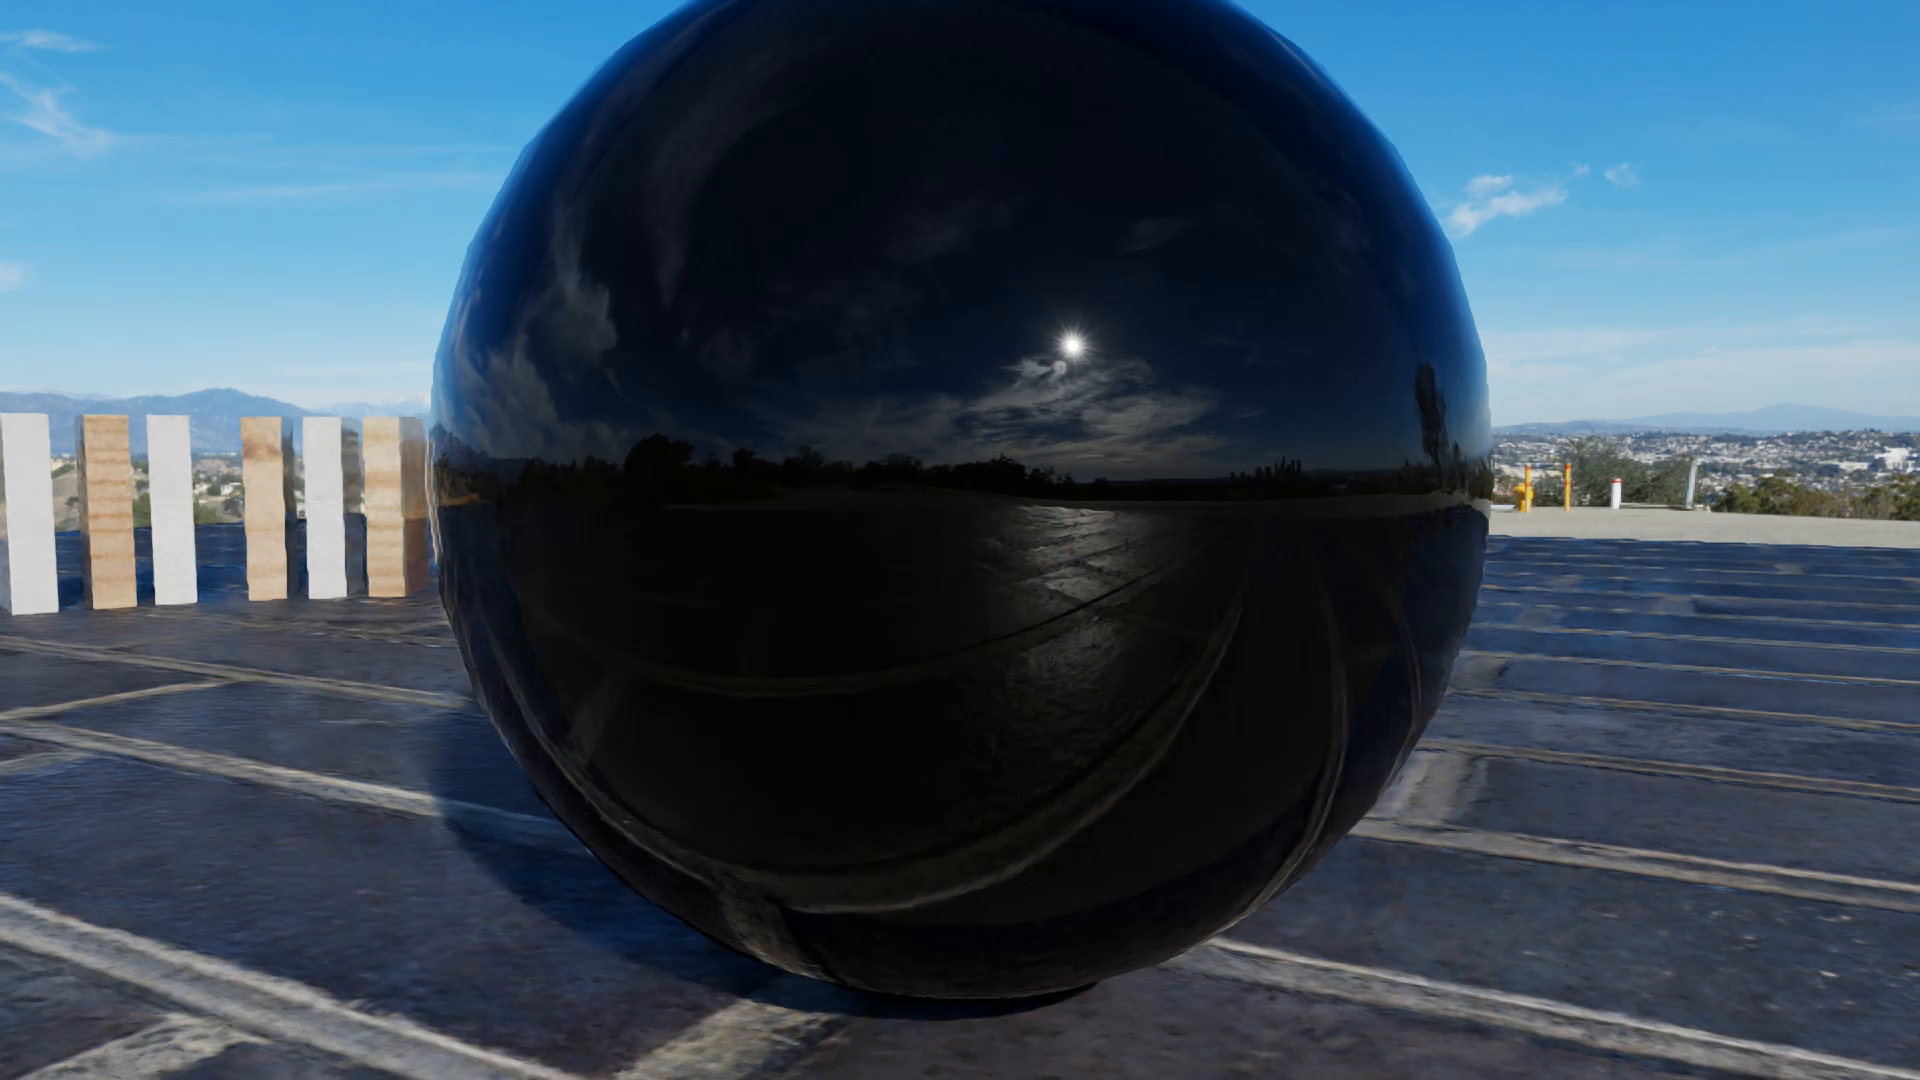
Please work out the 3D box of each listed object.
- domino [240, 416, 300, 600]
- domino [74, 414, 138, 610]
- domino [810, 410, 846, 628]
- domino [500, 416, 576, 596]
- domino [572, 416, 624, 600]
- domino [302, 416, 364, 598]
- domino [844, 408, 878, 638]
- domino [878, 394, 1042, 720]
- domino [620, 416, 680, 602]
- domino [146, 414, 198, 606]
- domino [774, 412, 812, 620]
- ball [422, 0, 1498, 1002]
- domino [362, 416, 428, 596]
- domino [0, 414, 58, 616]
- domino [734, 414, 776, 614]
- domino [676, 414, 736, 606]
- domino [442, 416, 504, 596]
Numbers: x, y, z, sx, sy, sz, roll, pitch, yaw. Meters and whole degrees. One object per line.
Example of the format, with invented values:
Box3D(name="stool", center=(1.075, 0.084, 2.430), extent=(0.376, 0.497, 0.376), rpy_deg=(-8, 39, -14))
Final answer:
Box3D(name="domino", center=(-0.193, -0.009, 0.360), extent=(0.009, 0.050, 0.025), rpy_deg=(-2, 5, -21))
Box3D(name="domino", center=(-0.227, -0.008, 0.341), extent=(0.009, 0.050, 0.025), rpy_deg=(-3, 6, -39))
Box3D(name="domino", center=(-0.022, -0.005, 0.306), extent=(0.025, 0.050, 0.010), rpy_deg=(-3, 5, -34))
Box3D(name="domino", center=(-0.121, -0.010, 0.368), extent=(0.010, 0.050, 0.025), rpy_deg=(1, 4, 8))
Box3D(name="domino", center=(-0.098, -0.010, 0.363), extent=(0.009, 0.050, 0.025), rpy_deg=(1, 5, 18))
Box3D(name="domino", center=(-0.178, -0.010, 0.365), extent=(0.010, 0.050, 0.025), rpy_deg=(-1, 4, -15))
Box3D(name="domino", center=(-0.012, -0.004, 0.289), extent=(0.025, 0.050, 0.009), rpy_deg=(-2, 5, -26))
Box3D(name="domino", center=(0.000, 0.002, 0.201), extent=(0.025, 0.050, 0.010), rpy_deg=(0, 4, 0))
Box3D(name="domino", center=(-0.082, -0.009, 0.356), extent=(0.009, 0.050, 0.025), rpy_deg=(2, 5, 25))
Box3D(name="domino", center=(-0.215, -0.009, 0.350), extent=(0.009, 0.050, 0.025), rpy_deg=(-3, 5, -33))
Box3D(name="domino", center=(-0.033, -0.006, 0.320), extent=(0.025, 0.050, 0.009), rpy_deg=(-4, 6, -41))
Box3D(name="ball", center=(0.000, -0.005, 0.103), extent=(0.080, 0.080, 0.080), rpy_deg=(0, 4, 0))
Box3D(name="domino", center=(-0.162, -0.010, 0.368), extent=(0.009, 0.050, 0.025), rpy_deg=(-1, 4, -8))
Box3D(name="domino", center=(-0.240, -0.007, 0.329), extent=(0.009, 0.050, 0.025), rpy_deg=(-4, 6, -42))
Box3D(name="domino", center=(-0.045, -0.007, 0.332), extent=(0.009, 0.050, 0.025), rpy_deg=(4, 6, 42))
Box3D(name="domino", center=(-0.064, -0.008, 0.347), extent=(0.009, 0.050, 0.025), rpy_deg=(3, 5, 33))
Box3D(name="domino", center=(-0.138, -0.010, 0.370), extent=(0.010, 0.050, 0.025), rpy_deg=(0, 4, 2))
